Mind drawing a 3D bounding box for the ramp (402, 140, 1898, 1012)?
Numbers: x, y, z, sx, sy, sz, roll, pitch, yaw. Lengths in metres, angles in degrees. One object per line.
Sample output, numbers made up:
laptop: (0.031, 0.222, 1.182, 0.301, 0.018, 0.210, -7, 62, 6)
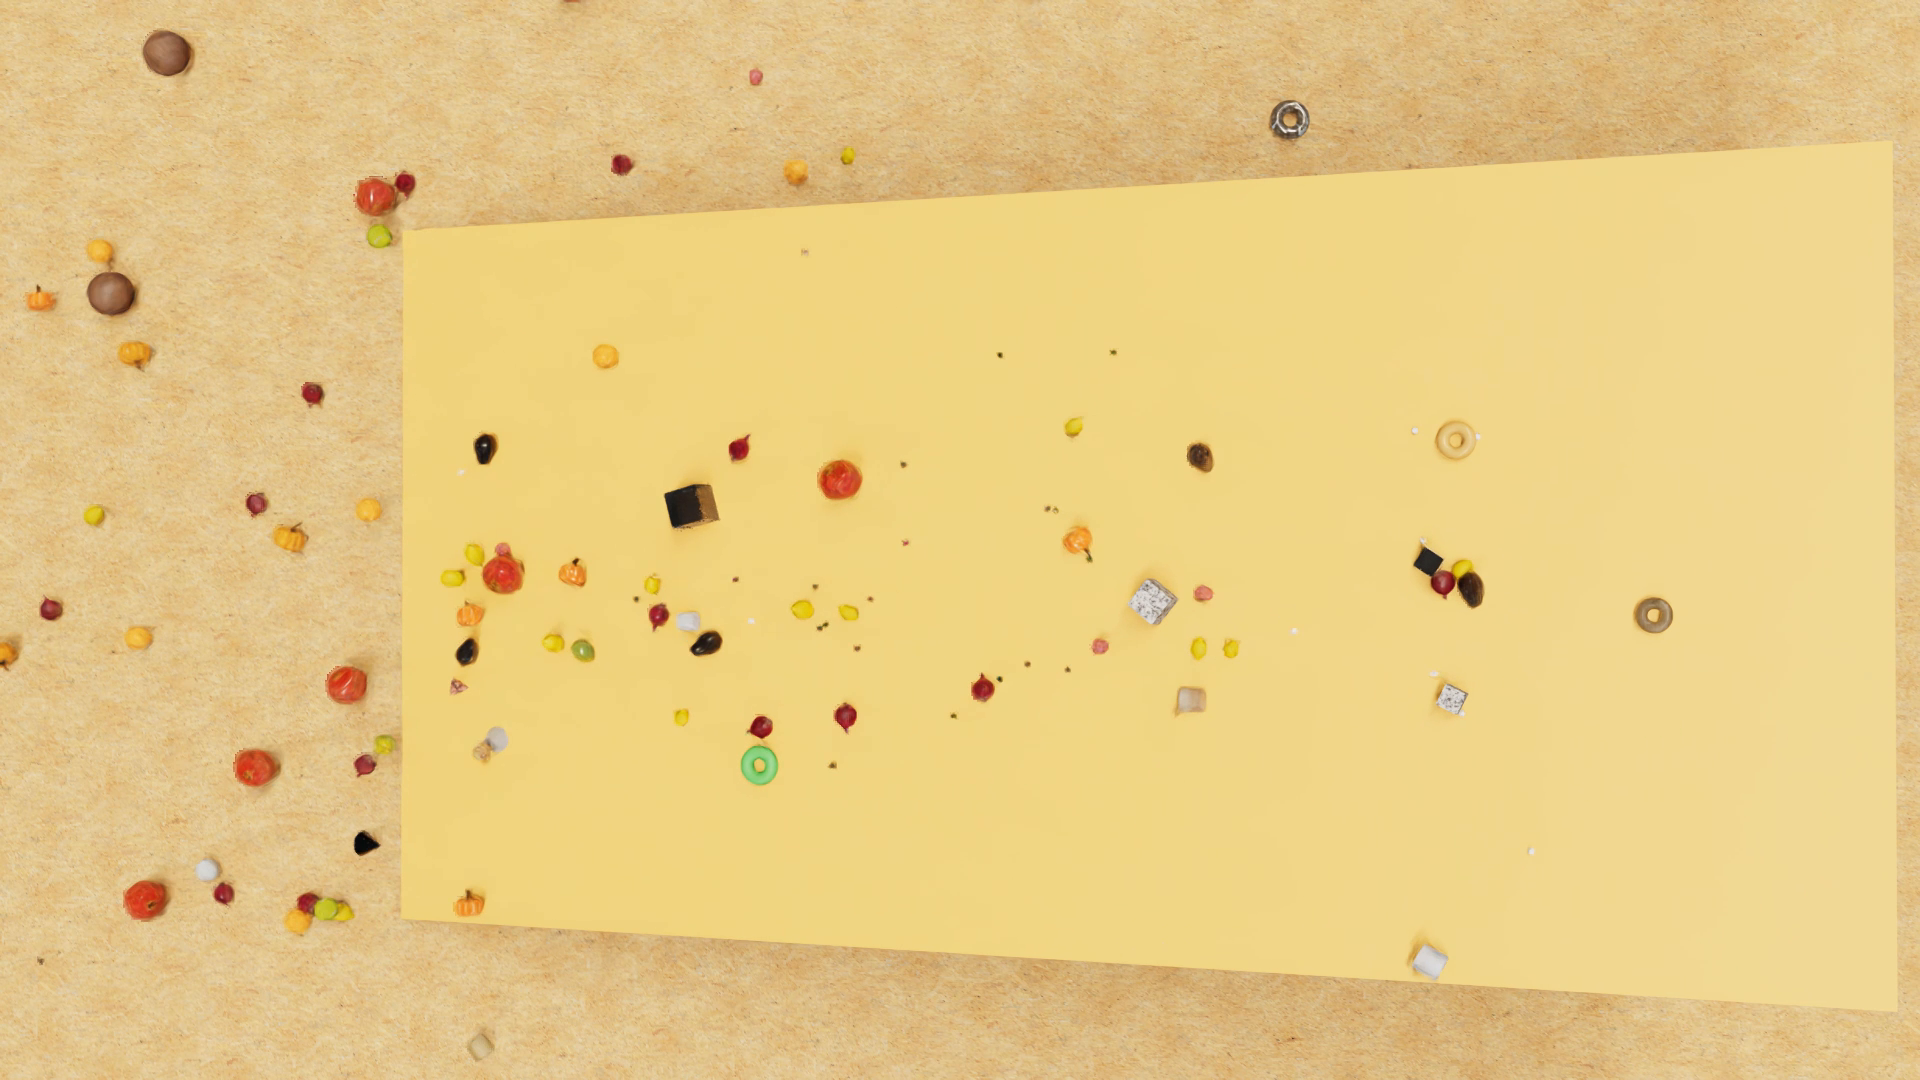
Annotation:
ramp: (0.280, 0.090, 5.768, 4.000, 0.100, 2.000, 0, 89, 20)

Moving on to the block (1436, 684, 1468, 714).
block: (1.199, 0.387, 5.354, 0.055, 0.055, 0.055, 28, 98, 18)

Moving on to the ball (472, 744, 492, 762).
ball: (-1.347, 0.598, 6.197, 0.051, 0.051, 0.051, 0, 89, 0)

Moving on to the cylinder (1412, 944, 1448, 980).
cylinder: (1.146, 1.028, 5.358, 0.066, 0.066, 0.066, 29, 89, 17)

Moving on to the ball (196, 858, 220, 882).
ball: (-2.203, 0.966, 6.440, 0.068, 0.068, 0.068, 0, 89, 0)

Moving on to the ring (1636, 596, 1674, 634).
ring: (1.646, 0.179, 5.212, 0.088, 0.029, 0.088, 0, 90, 19)

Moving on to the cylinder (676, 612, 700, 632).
cylinder: (-0.748, 0.224, 6.052, 0.050, 0.050, 0.050, -4, 89, 20)

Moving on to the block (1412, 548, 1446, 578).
block: (1.148, 0.054, 5.377, 0.053, 0.053, 0.053, 36, 101, 17)

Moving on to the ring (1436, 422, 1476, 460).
ring: (1.213, -0.243, 5.370, 0.095, 0.032, 0.095, 0, 90, 19)

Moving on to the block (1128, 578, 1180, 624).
block: (0.491, 0.157, 5.594, 0.083, 0.083, 0.083, 40, 102, 16)

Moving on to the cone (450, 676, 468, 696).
cone: (-1.431, 0.422, 6.307, 0.054, 0.054, 0.054, 7, 89, -7)

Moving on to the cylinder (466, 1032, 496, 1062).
cylinder: (-1.403, 1.484, 6.436, 0.060, 0.060, 0.060, -36, 89, 0)

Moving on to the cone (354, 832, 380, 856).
cone: (-1.717, 0.890, 6.424, 0.074, 0.074, 0.074, -3, 89, 37)

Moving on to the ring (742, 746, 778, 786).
ring: (-0.545, 0.613, 5.983, 0.109, 0.036, 0.109, 0, 90, 19)

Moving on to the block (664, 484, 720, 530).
block: (-0.735, -0.091, 6.026, 0.099, 0.099, 0.099, -16, 84, 19)

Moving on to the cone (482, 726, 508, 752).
cone: (-1.335, 0.569, 6.244, 0.074, 0.074, 0.074, 0, 89, 20)

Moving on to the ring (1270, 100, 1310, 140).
ring: (0.973, -1.239, 6.485, 0.119, 0.040, 0.119, 0, 88, 0)
